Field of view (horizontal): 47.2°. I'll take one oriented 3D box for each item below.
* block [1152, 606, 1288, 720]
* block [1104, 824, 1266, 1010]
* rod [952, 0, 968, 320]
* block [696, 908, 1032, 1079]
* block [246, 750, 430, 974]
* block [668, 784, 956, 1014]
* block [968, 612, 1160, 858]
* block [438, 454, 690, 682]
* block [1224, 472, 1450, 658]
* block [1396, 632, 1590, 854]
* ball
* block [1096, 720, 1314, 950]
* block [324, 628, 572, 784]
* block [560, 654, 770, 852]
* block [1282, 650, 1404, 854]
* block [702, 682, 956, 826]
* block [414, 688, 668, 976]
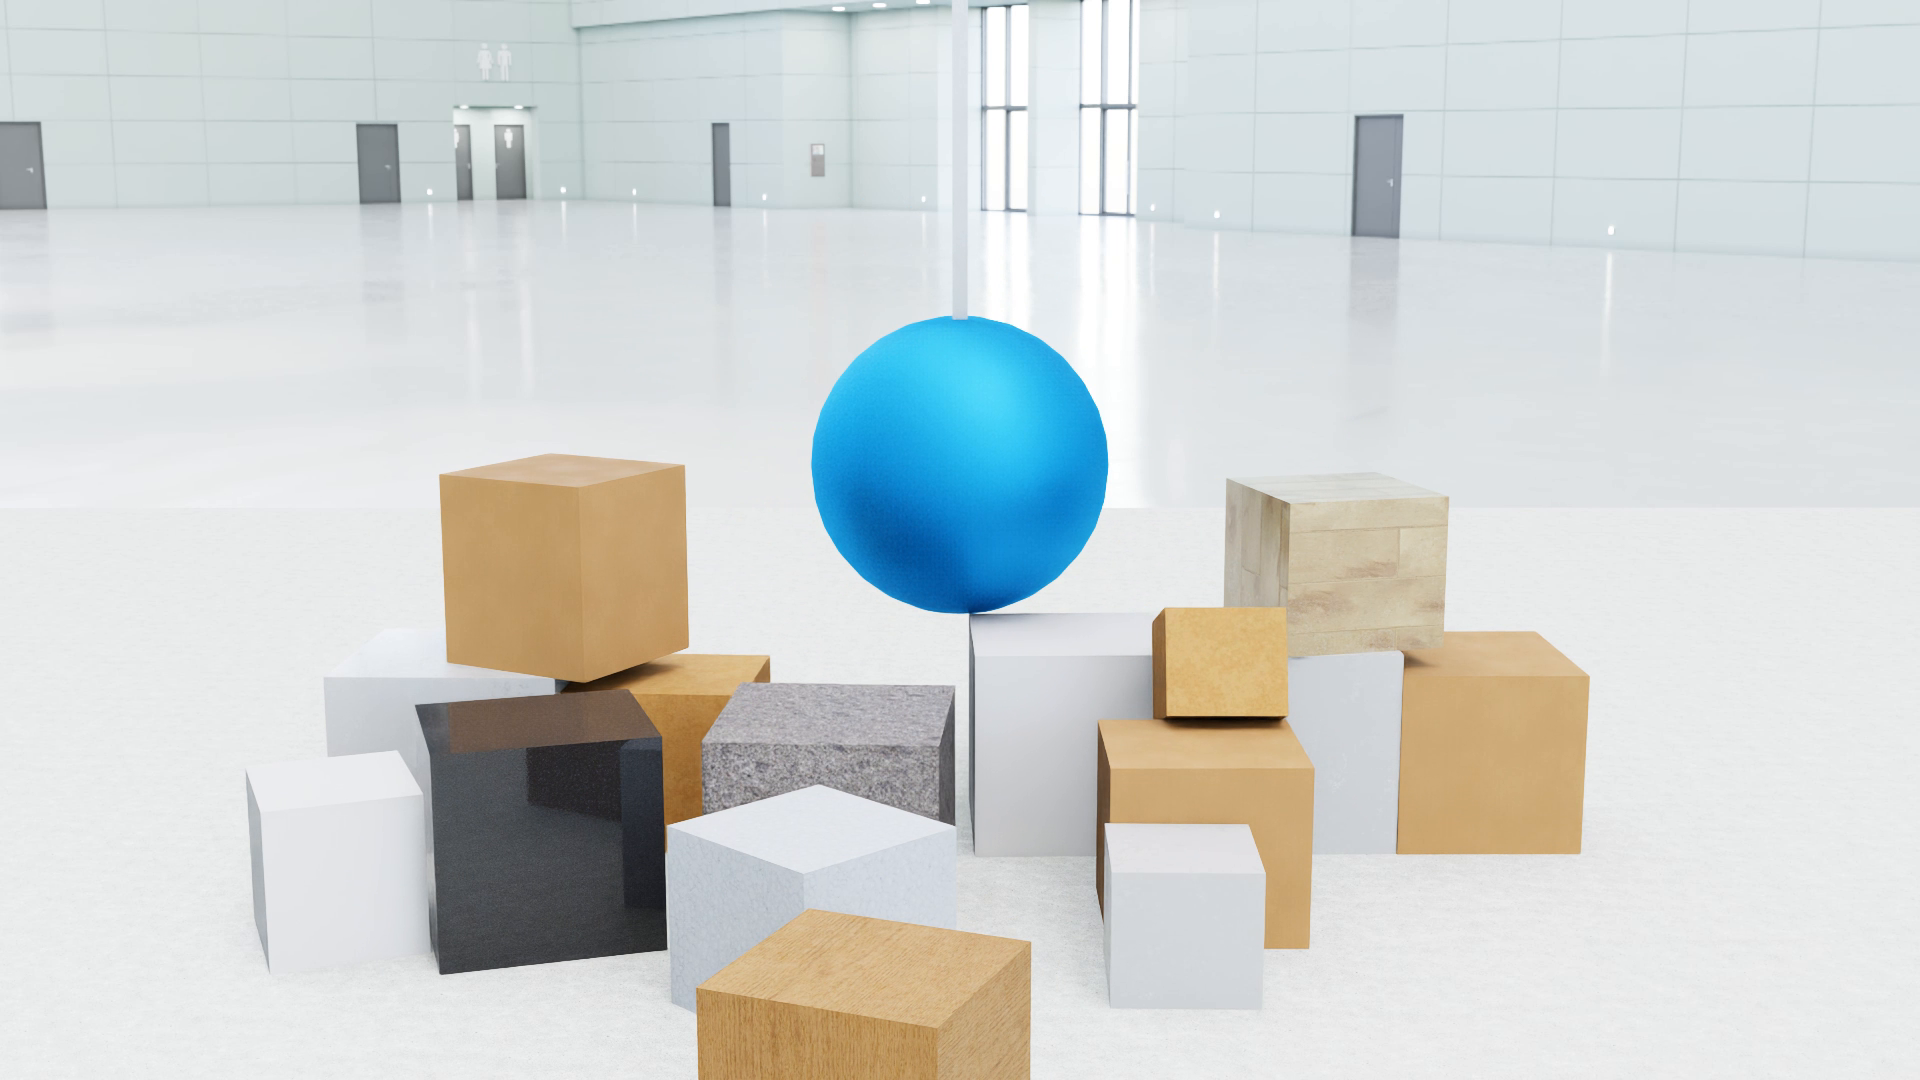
[{"bbox_3d":[1.227,0.606,10.449,0.562,0.504,0.595,0,-9,-1],"label":"block"},{"bbox_3d":[0.932,1.576,9.268,0.622,0.583,0.651,0,10,1],"label":"block"},{"bbox_3d":[0.000,-3.656,10.815,0.080,5.200,0.080,0,17,0],"label":"rod"},{"bbox_3d":[-0.308,1.807,7.468,0.860,0.773,0.820,4,11,22],"label":"block"},{"bbox_3d":[-2.772,1.414,9.775,0.674,0.721,0.750,-4,11,-22],"label":"block"},{"bbox_3d":[-0.602,1.536,8.991,0.820,0.761,0.843,-10,14,-44],"label":"block"},{"bbox_3d":[0.597,0.979,11.317,1.073,1.024,0.985,0,10,-2],"label":"block"},{"bbox_3d":[-1.989,0.116,11.128,0.872,0.957,0.857,6,12,28],"label":"block"},{"bbox_3d":[1.891,0.107,11.160,0.839,0.762,0.841,-3,11,-14],"label":"block"},{"bbox_3d":[2.630,1.027,11.366,0.917,0.912,1.009,0,10,0],"label":"block"},{"bbox_3d":[0.000,-0.402,11.799,1.600,1.600,1.600,0,10,0],"label":"ball"},{"bbox_3d":[1.092,1.321,9.999,0.885,0.823,0.821,0,10,0],"label":"block"},{"bbox_3d":[-2.535,1.026,11.358,1.135,0.917,1.082,0,10,1],"label":"block"},{"bbox_3d":[-1.492,1.082,11.333,0.915,0.816,0.862,1,10,4],"label":"block"},{"bbox_3d":[1.652,0.974,11.367,1.027,1.017,1.037,0,10,-1],"label":"block"},{"bbox_3d":[-0.579,1.240,10.215,1.045,0.905,1.088,1,10,4],"label":"block"},{"bbox_3d":[-1.886,1.276,9.841,0.979,0.968,0.885,-3,11,-17],"label":"block"}]
